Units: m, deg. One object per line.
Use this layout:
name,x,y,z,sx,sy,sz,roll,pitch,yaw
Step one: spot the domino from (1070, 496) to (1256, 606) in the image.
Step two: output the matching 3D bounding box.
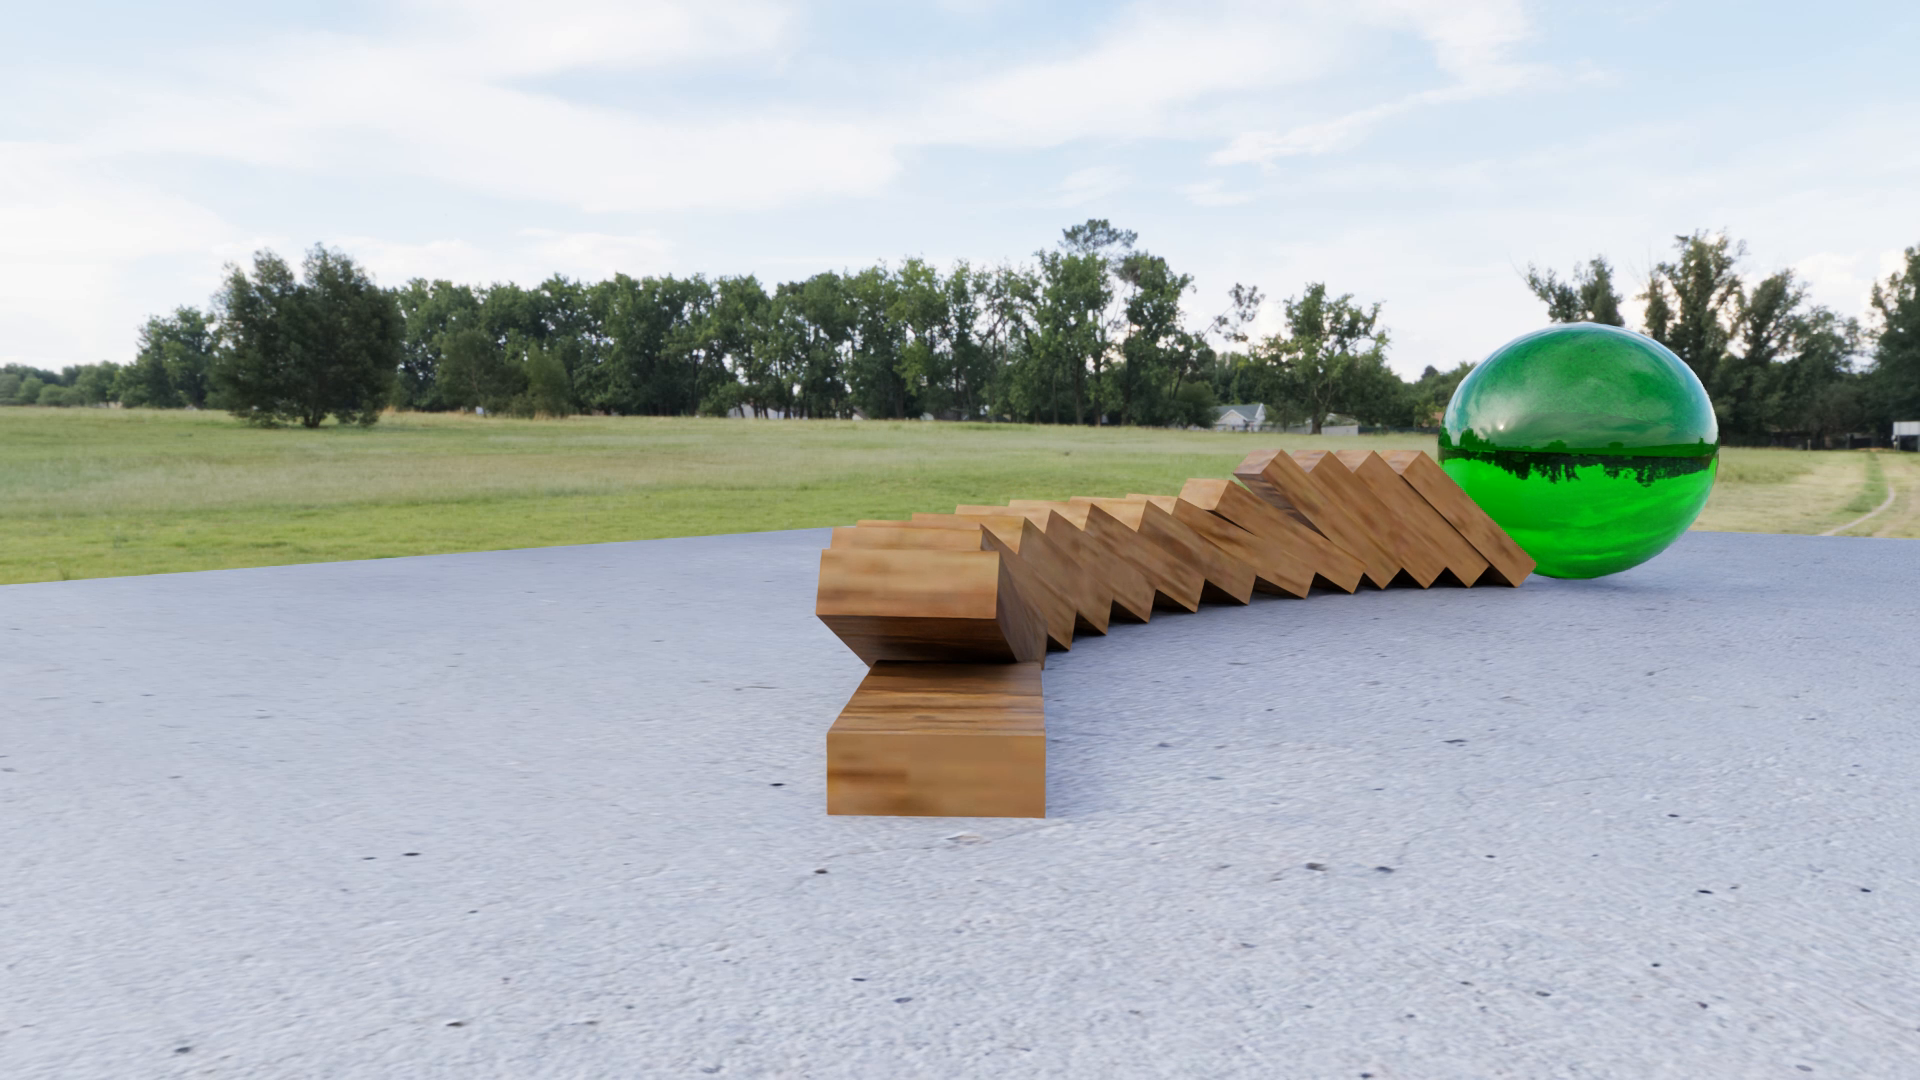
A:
domino,0.052,0.003,0.333,0.050,0.010,0.025,28,-15,-40

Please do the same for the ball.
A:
ball,0.192,-0.028,0.402,0.080,0.080,0.080,0,4,0

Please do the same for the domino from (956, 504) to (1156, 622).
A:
domino,0.022,0.006,0.295,0.025,0.009,0.050,3,-19,38

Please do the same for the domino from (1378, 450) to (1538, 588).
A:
domino,0.148,-0.007,0.387,0.050,0.009,0.025,42,-2,-8

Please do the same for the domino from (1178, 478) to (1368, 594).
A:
domino,0.089,-0.001,0.367,0.050,0.010,0.025,29,-5,-16

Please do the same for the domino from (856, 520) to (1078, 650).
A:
domino,0.002,0.010,0.249,0.025,0.009,0.050,2,-19,27

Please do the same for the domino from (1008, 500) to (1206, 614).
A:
domino,0.036,0.004,0.316,0.025,0.009,0.050,4,-18,45

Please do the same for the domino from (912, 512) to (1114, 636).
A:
domino,0.012,0.008,0.272,0.025,0.009,0.050,2,-19,28

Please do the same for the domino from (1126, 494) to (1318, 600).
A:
domino,0.070,0.002,0.353,0.050,0.010,0.025,24,-6,-24

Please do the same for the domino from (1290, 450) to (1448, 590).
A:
domino,0.120,-0.007,0.384,0.050,0.010,0.025,42,-2,-8

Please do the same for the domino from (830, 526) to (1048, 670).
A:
domino,-0.002,0.011,0.224,0.025,0.009,0.050,1,-20,17

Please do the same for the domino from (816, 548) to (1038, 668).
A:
domino,-0.003,0.014,0.199,0.025,0.010,0.050,1,-18,10

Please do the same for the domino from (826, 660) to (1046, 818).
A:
domino,-0.002,0.025,0.171,0.025,0.010,0.050,0,4,3

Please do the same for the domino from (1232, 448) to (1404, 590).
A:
domino,0.106,-0.006,0.380,0.050,0.009,0.025,42,-2,-7

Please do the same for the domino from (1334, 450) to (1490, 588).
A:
domino,0.133,-0.007,0.387,0.050,0.010,0.025,42,-2,-8
